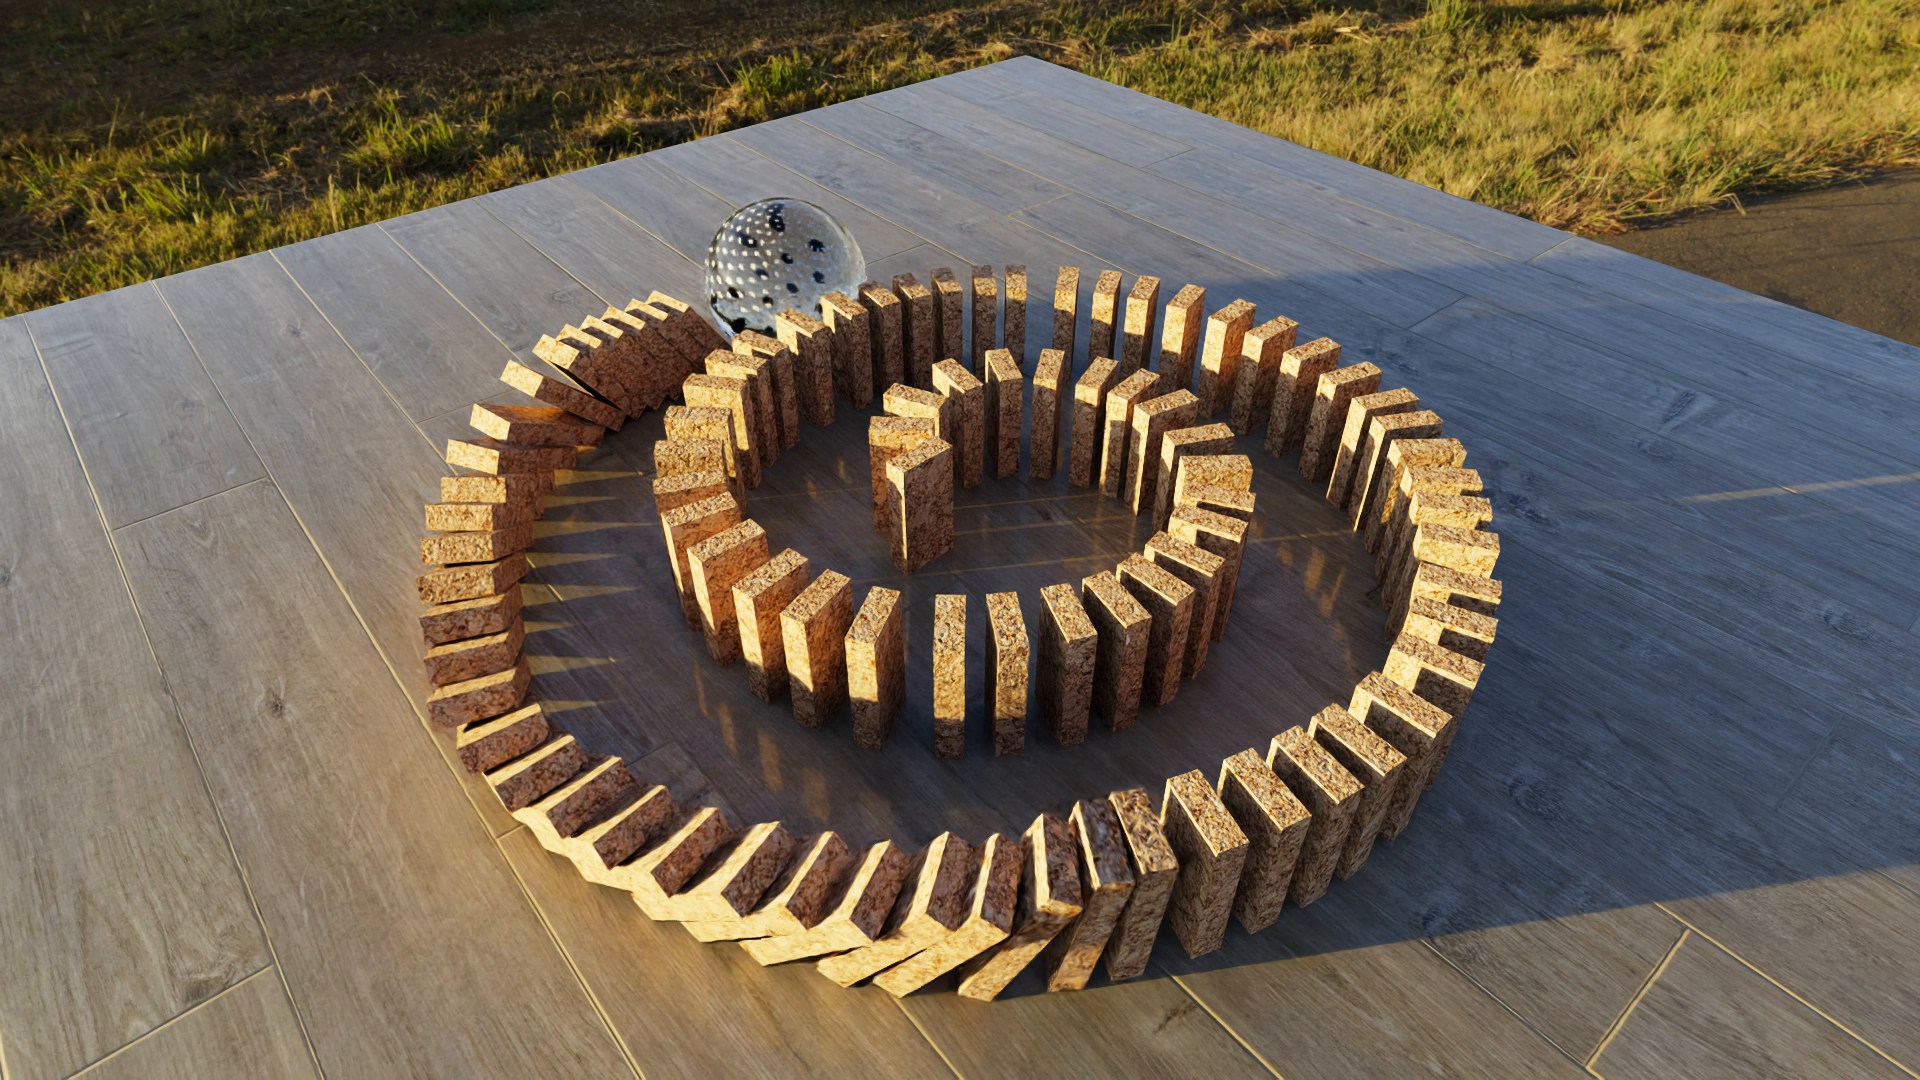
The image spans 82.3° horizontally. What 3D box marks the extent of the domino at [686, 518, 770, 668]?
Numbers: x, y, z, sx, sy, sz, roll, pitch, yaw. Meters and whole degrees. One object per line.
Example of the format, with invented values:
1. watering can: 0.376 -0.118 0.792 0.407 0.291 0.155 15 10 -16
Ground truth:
1. domino: -0.079 0.019 0.388 0.025 0.050 0.009 -29 47 -30

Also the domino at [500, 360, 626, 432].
1. domino: -0.178 -0.065 0.496 0.025 0.050 0.010 26 90 30

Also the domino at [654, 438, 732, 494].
1. domino: -0.103 -0.016 0.431 0.025 0.050 0.010 -4 39 -4

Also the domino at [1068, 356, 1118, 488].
1. domino: 0.057 -0.050 0.473 0.010 0.050 0.025 17 42 20

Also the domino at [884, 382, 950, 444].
1. domino: -0.018 -0.039 0.459 0.025 0.050 0.009 17 42 20

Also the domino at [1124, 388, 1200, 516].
1. domino: 0.083 -0.036 0.455 0.025 0.050 0.009 -20 43 -23

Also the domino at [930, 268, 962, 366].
1. domino: -0.006 -0.105 0.539 0.010 0.050 0.025 -9 40 -11

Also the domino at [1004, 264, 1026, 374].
1. domino: 0.027 -0.107 0.542 0.009 0.050 0.025 1 39 1

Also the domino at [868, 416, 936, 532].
1. domino: -0.023 -0.026 0.443 0.025 0.050 0.009 2 39 2

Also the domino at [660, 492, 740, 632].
1. domino: -0.091 0.009 0.401 0.025 0.050 0.009 -20 43 -23

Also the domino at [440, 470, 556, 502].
1. domino: -0.188 -0.022 0.450 0.025 0.009 0.050 0 7 1

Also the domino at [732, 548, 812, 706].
1. domino: -0.062 0.030 0.375 0.009 0.050 0.025 28 47 29

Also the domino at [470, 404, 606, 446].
1. domino: -0.186 -0.051 0.487 0.025 0.009 0.050 26 16 28

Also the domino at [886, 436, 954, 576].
1. domino: -0.015 -0.013 0.427 0.025 0.050 0.010 -31 49 -32

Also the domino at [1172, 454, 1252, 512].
1. domino: 0.095 -0.009 0.423 0.025 0.050 0.009 -1 39 -2

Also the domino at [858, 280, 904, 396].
1. domino: -0.038 -0.096 0.529 0.009 0.050 0.025 -21 44 -24

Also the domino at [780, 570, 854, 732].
1. domino: -0.046 0.037 0.366 0.010 0.050 0.025 21 44 23

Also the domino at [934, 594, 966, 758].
1. domino: -0.003 0.045 0.357 0.009 0.050 0.025 1 39 1

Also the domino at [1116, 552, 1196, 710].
1. domino: 0.064 0.031 0.373 0.009 0.050 0.025 -30 48 -31

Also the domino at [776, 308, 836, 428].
1. domino: -0.071 -0.079 0.508 0.025 0.050 0.009 31 49 32

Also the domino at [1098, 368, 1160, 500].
1. domino: 0.071 -0.045 0.466 0.010 0.050 0.025 28 47 30

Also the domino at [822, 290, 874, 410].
1. domino: -0.053 -0.089 0.520 0.009 0.050 0.025 -26 46 -28

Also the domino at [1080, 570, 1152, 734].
1. domino: 0.050 0.038 0.366 0.010 0.050 0.025 -18 43 -21

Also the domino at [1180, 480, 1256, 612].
1. domino: 0.092 0.003 0.408 0.025 0.050 0.010 11 41 13

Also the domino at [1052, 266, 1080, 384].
1. domino: 0.051 -0.105 0.540 0.009 0.050 0.025 6 40 7

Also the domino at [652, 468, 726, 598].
1. domino: -0.098 -0.002 0.414 0.025 0.050 0.010 -11 41 -13

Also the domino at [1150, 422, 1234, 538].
1. domino: 0.092 -0.021 0.438 0.025 0.050 0.010 -10 40 -11

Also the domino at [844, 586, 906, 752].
1. domino: -0.027 0.043 0.360 0.009 0.050 0.025 11 41 13

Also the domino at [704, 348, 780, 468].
1. domino: -0.095 -0.057 0.481 0.025 0.050 0.009 14 41 17

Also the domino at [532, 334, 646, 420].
1. domino: -0.169 -0.074 0.505 0.025 0.050 0.010 26 80 28

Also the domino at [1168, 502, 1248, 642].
1. domino: 0.086 0.012 0.396 0.025 0.050 0.009 18 43 21

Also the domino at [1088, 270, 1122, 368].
1. domino: 0.070 -0.103 0.537 0.009 0.050 0.025 10 40 12

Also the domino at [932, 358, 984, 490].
1. domino: -0.001 -0.049 0.472 0.010 0.050 0.025 -21 44 -24

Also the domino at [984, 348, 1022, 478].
1. domino: 0.019 -0.055 0.478 0.010 0.050 0.025 -8 40 -10

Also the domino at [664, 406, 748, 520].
1. domino: -0.103 -0.031 0.449 0.025 0.050 0.009 2 39 2

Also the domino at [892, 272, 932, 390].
1. domino: -0.023 -0.101 0.535 0.010 0.050 0.025 -16 42 -19

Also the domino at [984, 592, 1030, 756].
1. domino: 0.015 0.044 0.358 0.009 0.050 0.025 -5 40 -6

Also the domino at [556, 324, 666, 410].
1. domino: -0.162 -0.080 0.511 0.025 0.050 0.009 26 80 28

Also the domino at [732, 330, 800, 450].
1. domino: -0.087 -0.067 0.493 0.025 0.050 0.009 23 45 25

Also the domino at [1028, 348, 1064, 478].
1. domino: 0.038 -0.055 0.478 0.009 0.050 0.025 8 40 9

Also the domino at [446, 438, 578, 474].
1. domino: -0.190 -0.036 0.469 0.025 0.009 0.050 13 10 16

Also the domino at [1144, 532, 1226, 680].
1. domino: 0.075 0.023 0.383 0.025 0.050 0.009 26 46 28

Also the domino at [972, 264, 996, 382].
1. domino: 0.012 -0.107 0.541 0.009 0.050 0.025 -3 39 -3

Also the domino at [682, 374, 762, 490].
1. domino: -0.100 -0.045 0.467 0.025 0.050 0.009 8 40 9

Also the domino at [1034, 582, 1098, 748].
1. domino: 0.034 0.042 0.361 0.010 0.050 0.025 -11 41 -13
